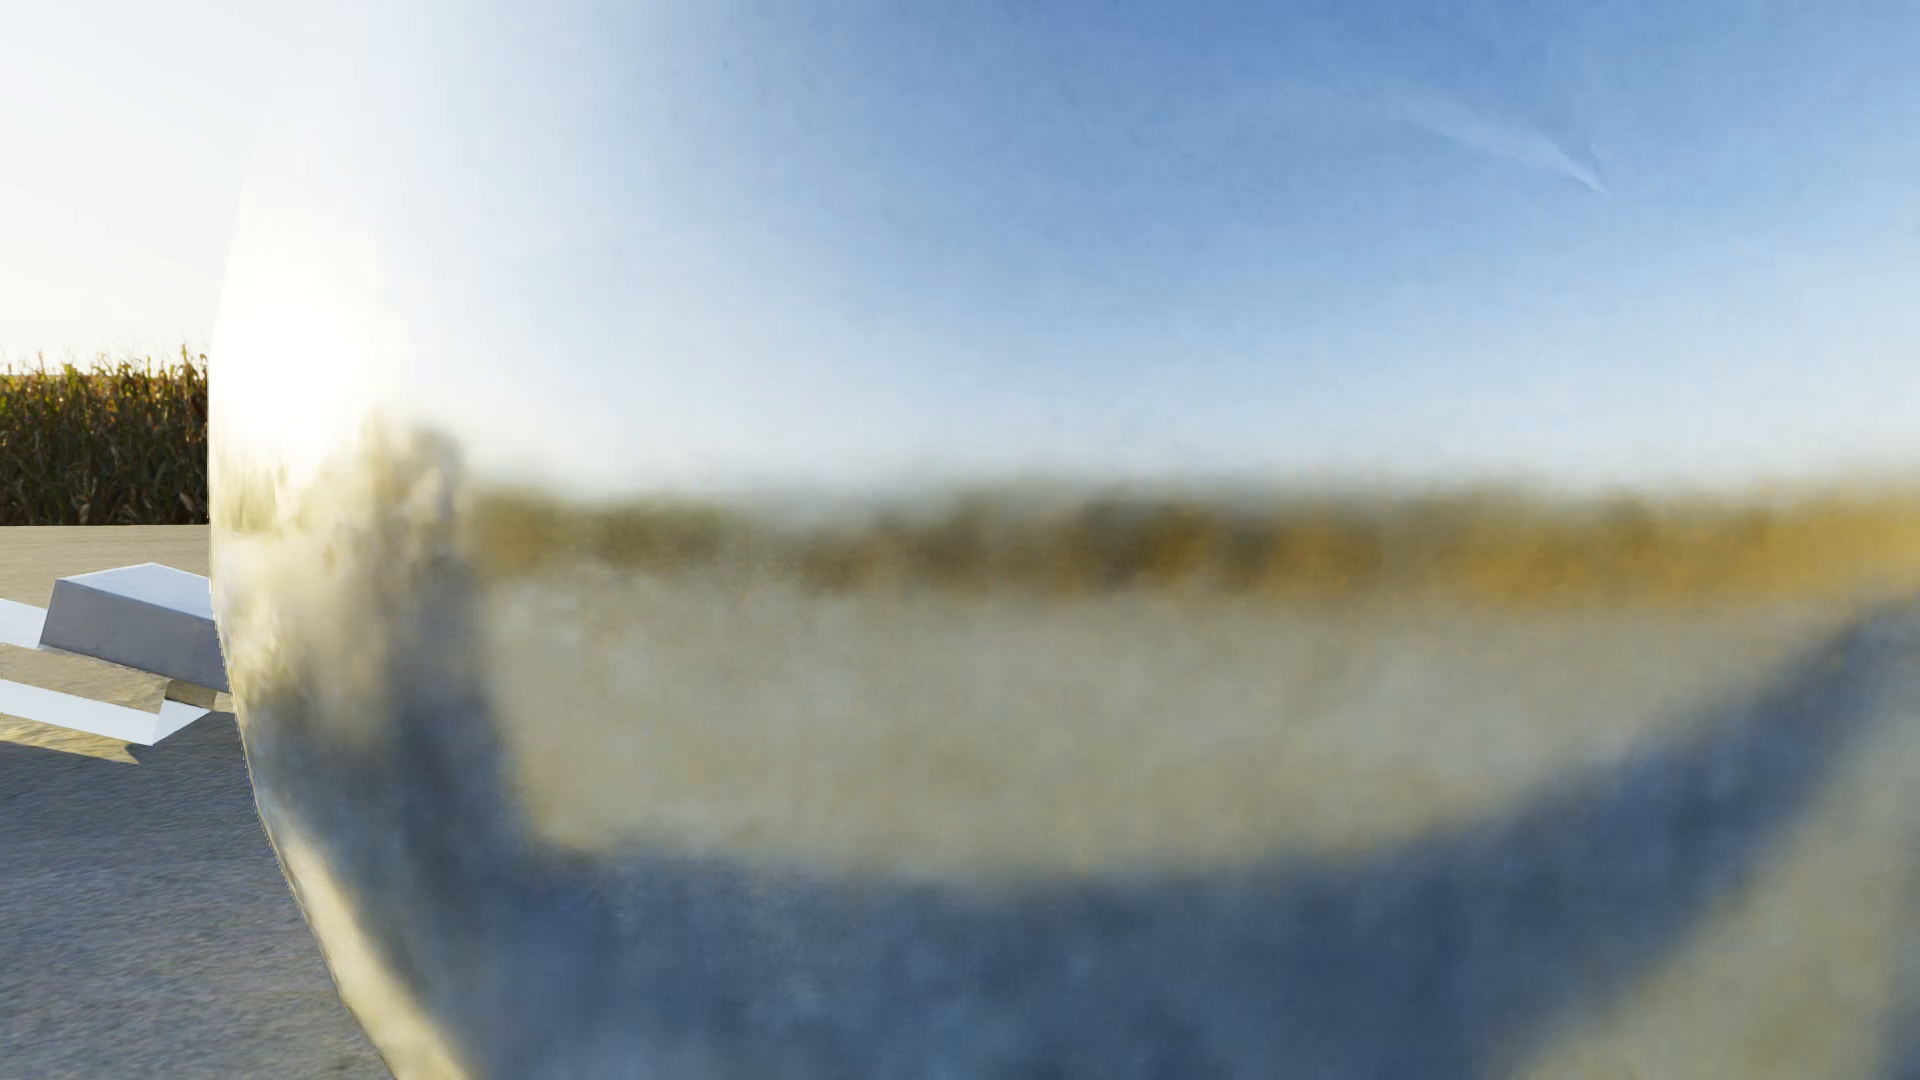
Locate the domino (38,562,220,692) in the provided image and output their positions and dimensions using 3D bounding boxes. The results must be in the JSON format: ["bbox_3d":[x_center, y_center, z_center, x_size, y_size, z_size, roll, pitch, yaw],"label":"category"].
[{"bbox_3d":[-0.105,0.016,0.195,0.050,0.010,0.025,17,3,-6],"label":"domino"}]

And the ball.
[{"bbox_3d":[0.010,-0.002,0.061,0.080,0.080,0.080,0,4,0],"label":"ball"}]

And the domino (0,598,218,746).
[{"bbox_3d":[-0.139,0.017,0.187,0.050,0.009,0.025,17,0,-13],"label":"domino"}]
